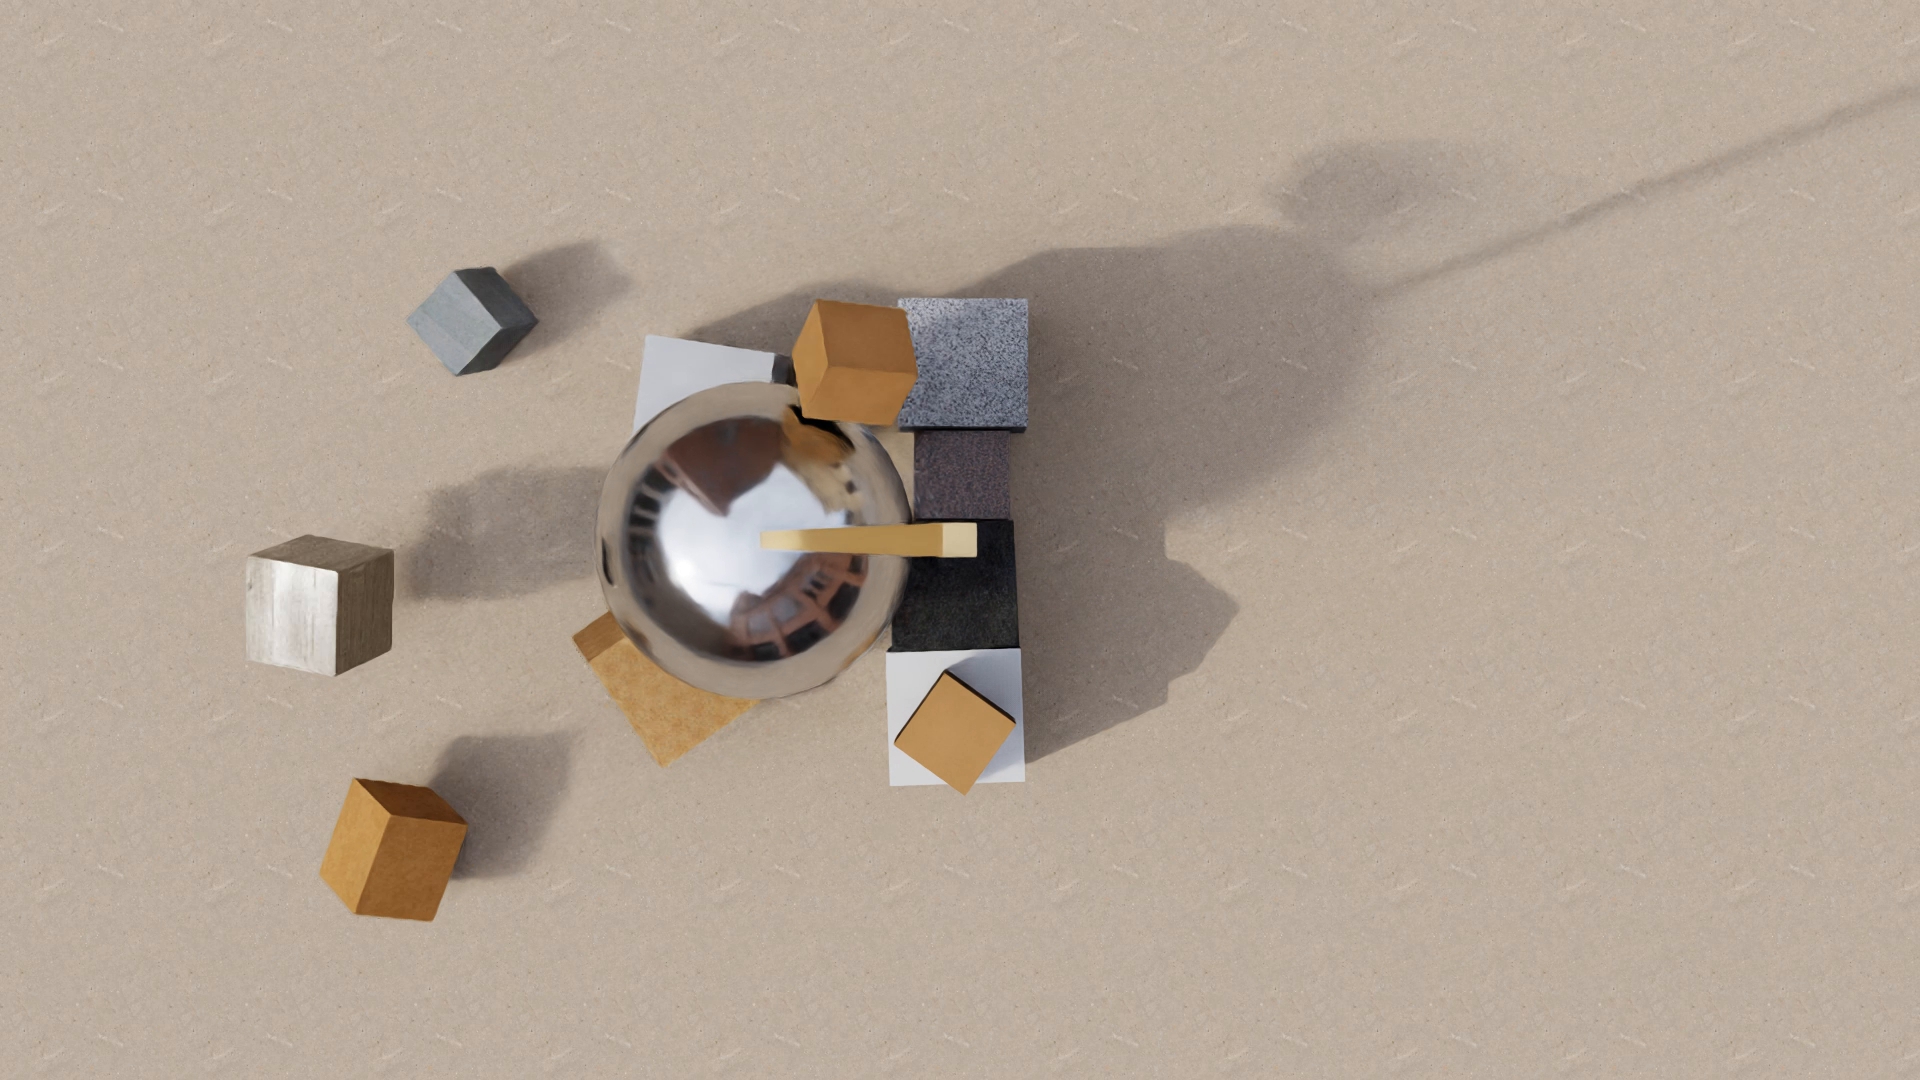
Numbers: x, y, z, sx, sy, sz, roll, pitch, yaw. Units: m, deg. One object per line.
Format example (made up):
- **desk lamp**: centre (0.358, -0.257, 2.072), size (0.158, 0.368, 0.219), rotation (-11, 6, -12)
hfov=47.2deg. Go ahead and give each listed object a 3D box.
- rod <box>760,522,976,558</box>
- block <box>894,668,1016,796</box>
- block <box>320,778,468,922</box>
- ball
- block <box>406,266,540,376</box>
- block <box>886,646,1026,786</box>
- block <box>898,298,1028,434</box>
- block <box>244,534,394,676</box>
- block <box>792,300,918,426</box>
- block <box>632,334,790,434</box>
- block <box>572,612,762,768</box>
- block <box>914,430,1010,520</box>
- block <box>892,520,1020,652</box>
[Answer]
- **rod**: centre (-0.446, 0.000, 7.691), size (0.080, 5.200, 0.080), rotation (0, 90, -10)
- **block**: centre (-0.028, 1.043, 12.010), size (0.473, 0.438, 0.473), rotation (36, 90, 0)
- **block**: centre (-3.247, 1.774, 12.606), size (0.505, 0.518, 0.609), rotation (15, 99, -42)
- **ball**: centre (-1.030, 0.000, 11.040), size (1.600, 1.600, 1.600), rotation (0, 90, 0)
- **block**: centre (-2.808, -1.264, 12.695), size (0.421, 0.483, 0.430), rotation (-42, 87, 18)
- **block**: centre (-0.026, 0.985, 12.614), size (0.752, 0.772, 0.741), rotation (-2, 90, 0)
- **block**: centre (0.016, -0.988, 12.611), size (0.723, 0.777, 0.711), rotation (0, 90, 0)
- **block**: centre (-3.549, 0.356, 12.206), size (0.559, 0.583, 0.590), rotation (9, 104, 15)
- **block**: centre (-0.510, -0.852, 10.598), size (0.454, 0.394, 0.413), rotation (4, 53, -23)
- **block**: centre (-1.422, -0.756, 12.586), size (0.721, 0.772, 0.713), rotation (9, 93, 1)
- **block**: centre (-1.674, 0.728, 12.512), size (0.676, 0.682, 0.749), rotation (-35, 108, -9)
- **block**: centre (0.014, -0.371, 12.739), size (0.544, 0.523, 0.501), rotation (0, 90, 0)
- **block**: centre (-0.039, 0.257, 12.602), size (0.706, 0.795, 0.702), rotation (-3, 90, 0)
